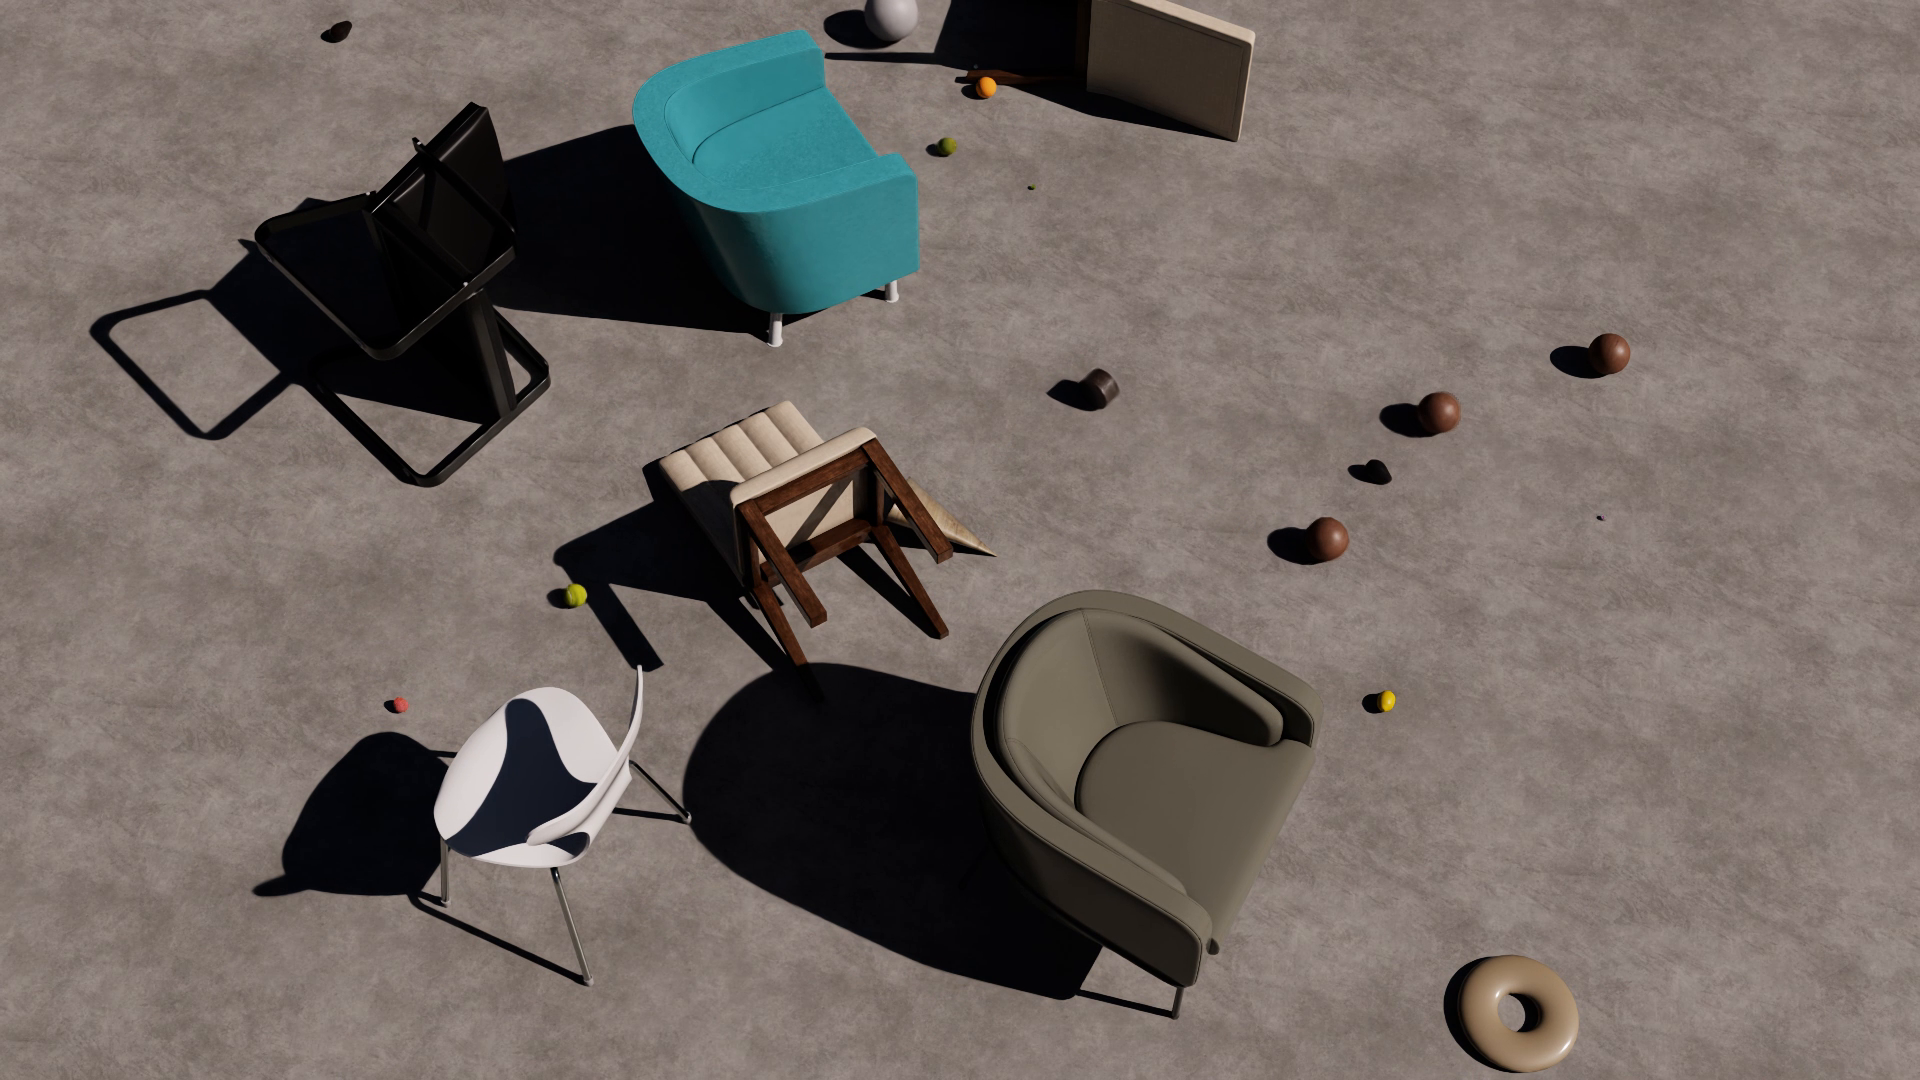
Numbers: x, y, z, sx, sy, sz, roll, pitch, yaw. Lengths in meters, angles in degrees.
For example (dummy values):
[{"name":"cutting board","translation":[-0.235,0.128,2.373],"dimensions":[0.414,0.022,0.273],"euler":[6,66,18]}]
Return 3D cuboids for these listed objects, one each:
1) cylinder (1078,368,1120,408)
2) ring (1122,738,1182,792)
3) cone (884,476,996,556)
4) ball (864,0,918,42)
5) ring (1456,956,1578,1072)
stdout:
[{"name":"cylinder","translation":[0.430,-0.470,6.821],"dimensions":[0.063,0.113,0.111],"euler":[-44,103,-25]},{"name":"ring","translation":[0.536,0.627,6.120],"dimensions":[0.176,0.057,0.156],"euler":[39,65,24]},{"name":"cone","translation":[-0.035,-0.037,6.530],"dimensions":[0.351,0.131,0.315],"euler":[30,16,-3]},{"name":"ball","translation":[-0.240,-1.840,7.693],"dimensions":[0.191,0.191,0.191],"euler":[0,56,0]},{"name":"ring","translation":[1.452,1.230,5.722],"dimensions":[0.315,0.045,0.322],"euler":[-7,57,-5]}]
